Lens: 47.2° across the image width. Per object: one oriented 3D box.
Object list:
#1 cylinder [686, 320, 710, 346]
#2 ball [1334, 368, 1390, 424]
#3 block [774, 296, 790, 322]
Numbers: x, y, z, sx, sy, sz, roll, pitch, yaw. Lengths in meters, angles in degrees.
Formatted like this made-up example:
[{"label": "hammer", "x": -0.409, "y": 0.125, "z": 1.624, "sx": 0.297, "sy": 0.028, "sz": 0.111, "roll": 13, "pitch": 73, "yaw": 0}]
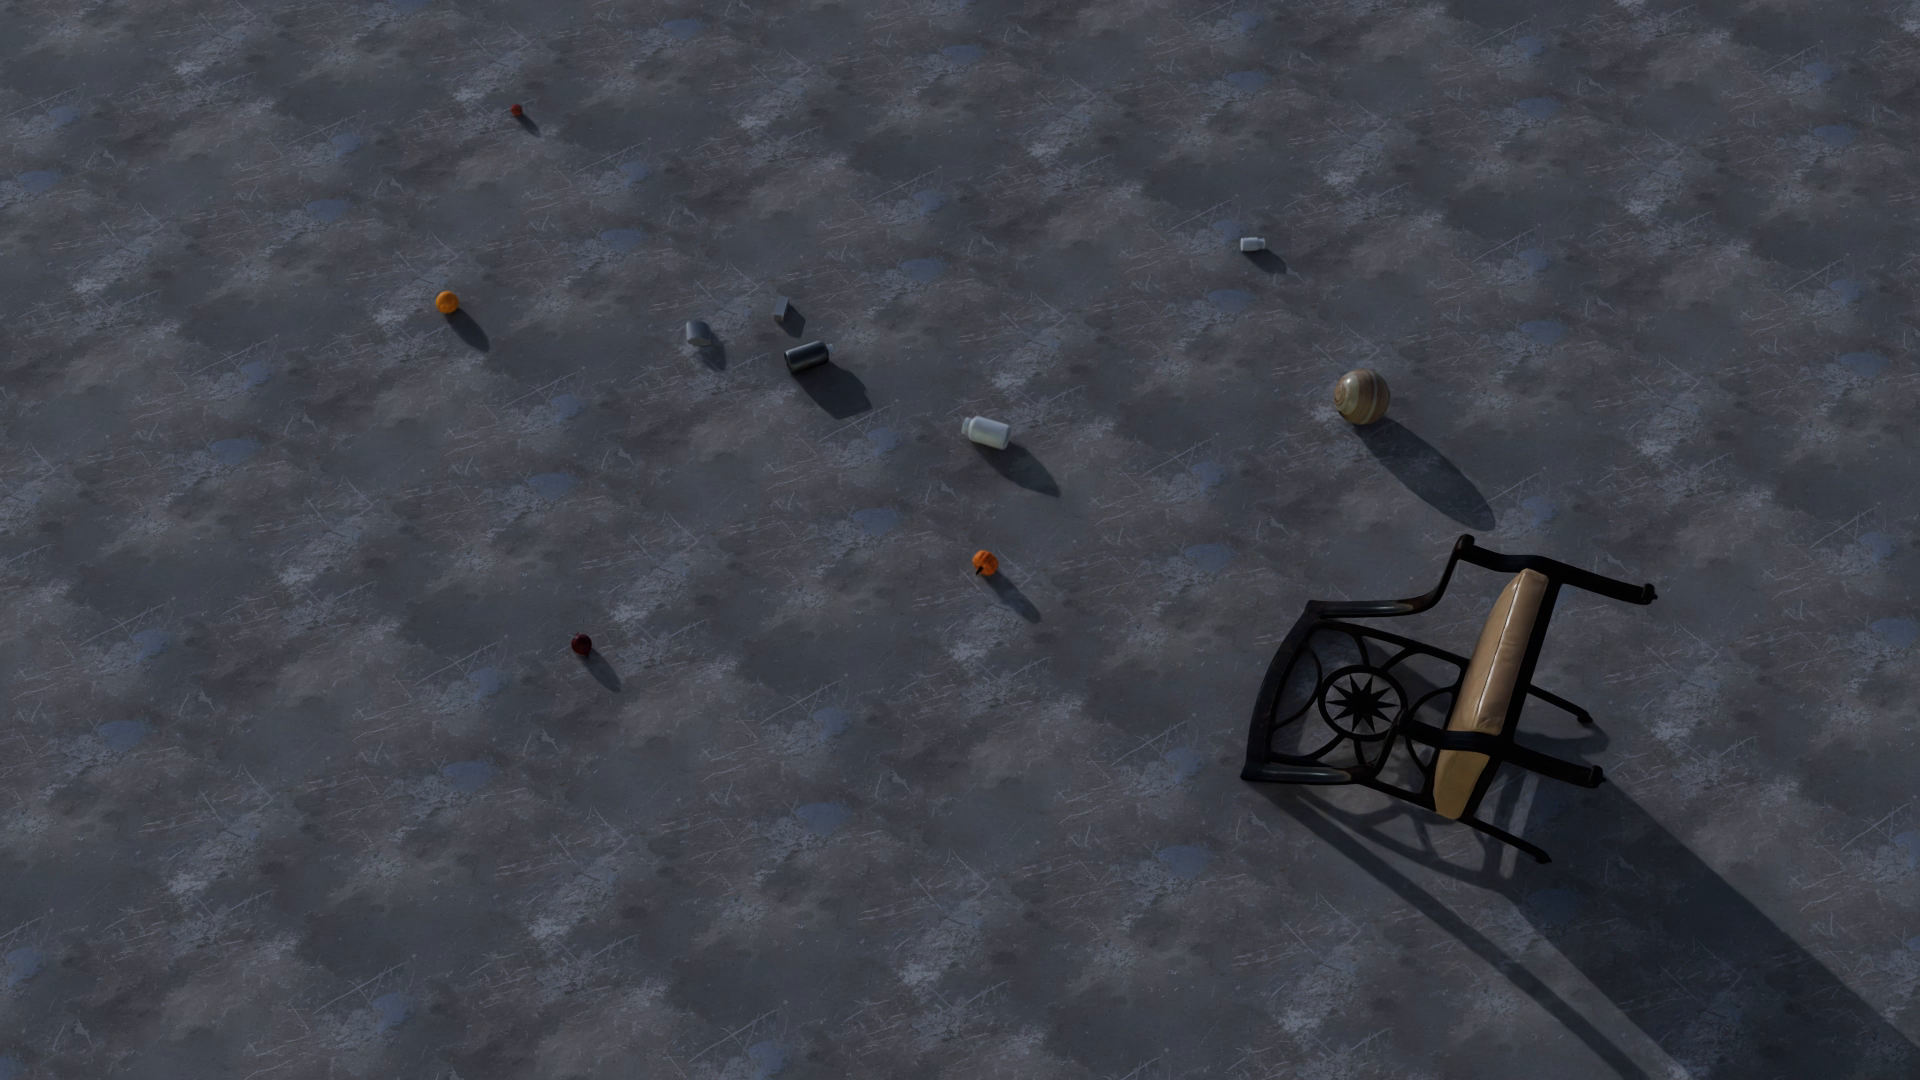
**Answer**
[{"label": "cylinder", "x": -0.831, "y": -0.657, "z": 6.988, "sx": 0.076, "sy": 0.039, "sz": 0.071, "roll": 4, "pitch": 54, "yaw": -19}, {"label": "ball", "x": 1.236, "y": -0.441, "z": 6.766, "sx": 0.172, "sy": 0.172, "sz": 0.172, "roll": 0, "pitch": 56, "yaw": 0}, {"label": "block", "x": -0.573, "y": -0.741, "z": 7.054, "sx": 0.033, "sy": 0.028, "sz": 0.078, "roll": 8, "pitch": 57, "yaw": 5}]
